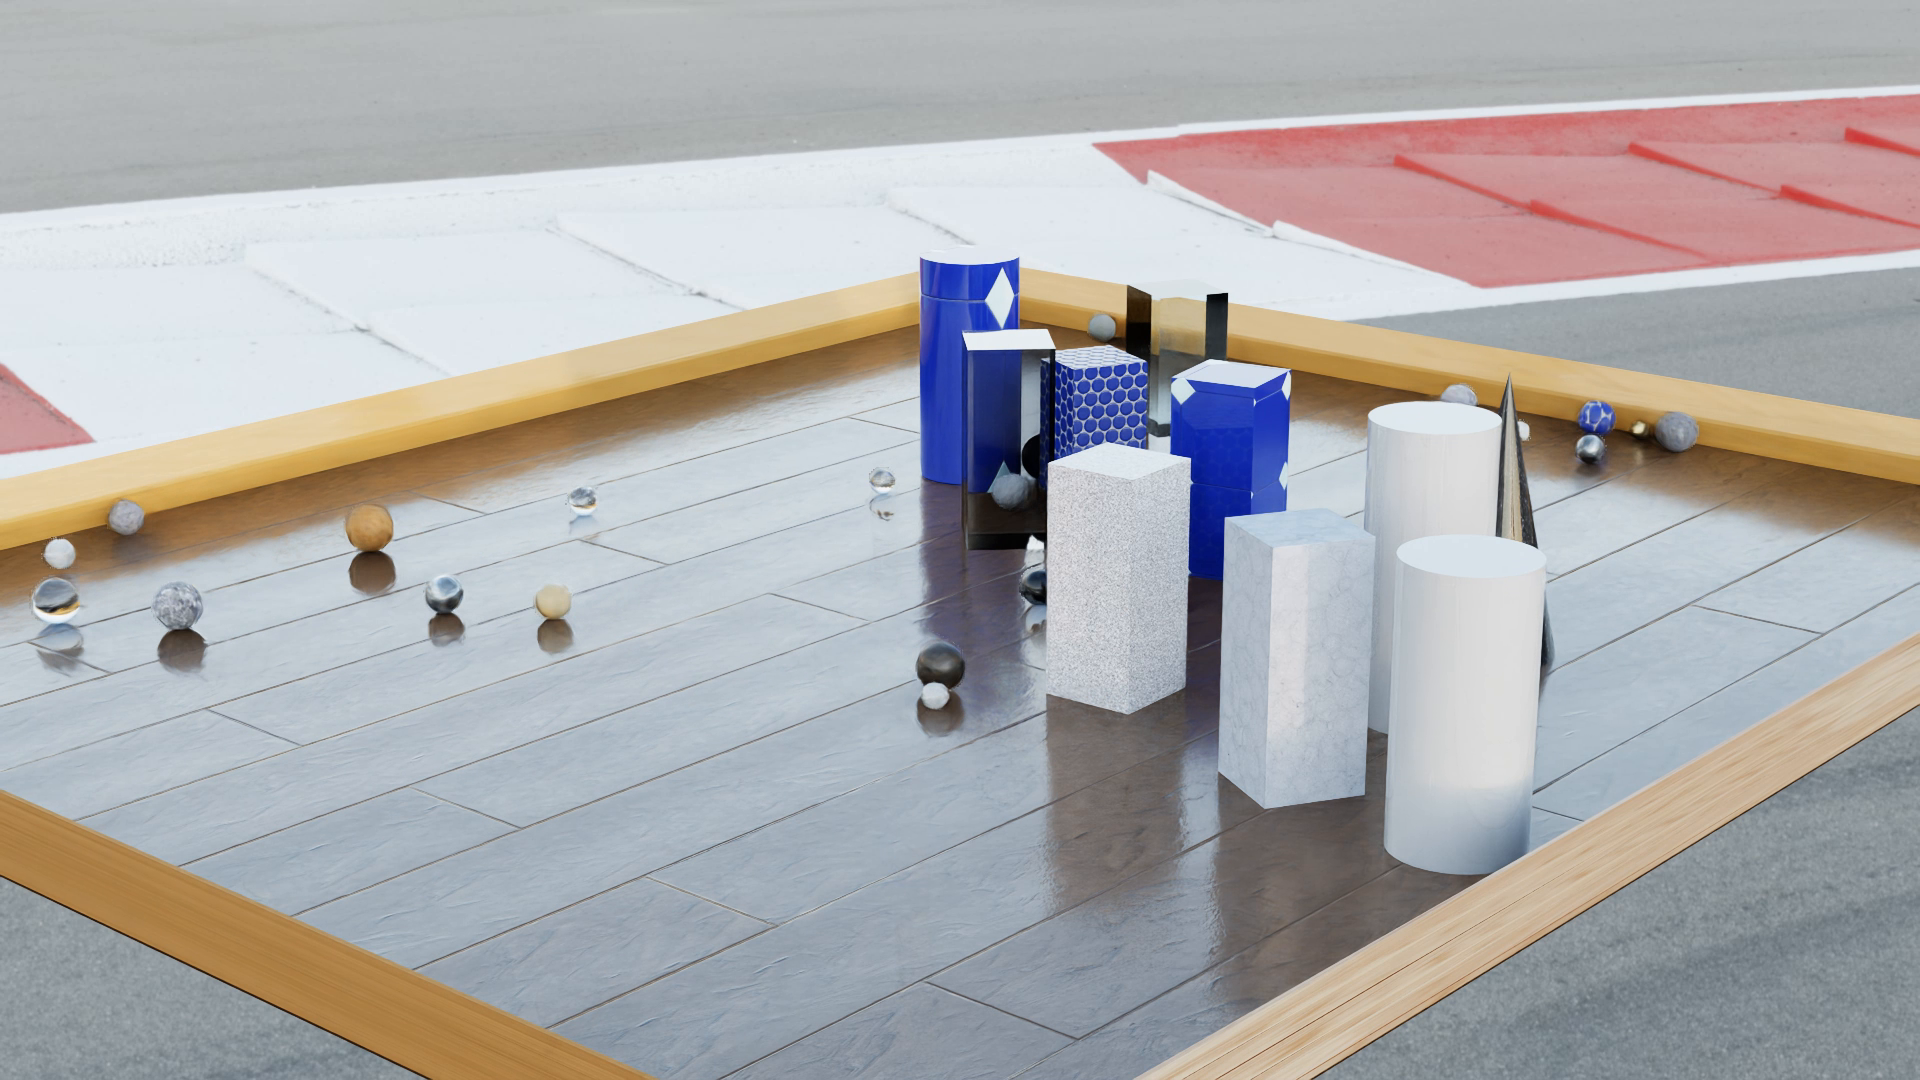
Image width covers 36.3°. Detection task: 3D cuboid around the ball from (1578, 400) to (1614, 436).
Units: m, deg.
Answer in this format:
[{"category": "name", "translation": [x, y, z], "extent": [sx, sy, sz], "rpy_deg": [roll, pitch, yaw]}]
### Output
[{"category": "ball", "translation": [1.340, -0.256, 6.174], "extent": [0.076, 0.076, 0.076], "rpy_deg": [0, 17, 0]}]

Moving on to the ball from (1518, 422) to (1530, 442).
[{"category": "ball", "translation": [1.170, -0.226, 6.129], "extent": [0.043, 0.043, 0.043], "rpy_deg": [0, 17, 0]}]

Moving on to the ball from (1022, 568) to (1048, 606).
[{"category": "ball", "translation": [0.139, 0.082, 5.070], "extent": [0.065, 0.065, 0.065], "rpy_deg": [0, 17, 0]}]

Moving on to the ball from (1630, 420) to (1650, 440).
[{"category": "ball", "translation": [1.426, -0.231, 6.151], "extent": [0.041, 0.041, 0.041], "rpy_deg": [0, 17, 0]}]

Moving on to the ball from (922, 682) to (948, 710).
[{"category": "ball", "translation": [-0.039, 0.243, 4.573], "extent": [0.043, 0.043, 0.043], "rpy_deg": [0, 17, 0]}]

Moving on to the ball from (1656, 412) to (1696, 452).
[{"category": "ball", "translation": [1.478, -0.224, 6.054], "extent": [0.084, 0.084, 0.084], "rpy_deg": [0, 17, 0]}]

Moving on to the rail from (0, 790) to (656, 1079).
[{"category": "rail", "translation": [-1.155, 0.416, 3.846], "extent": [3.016, 0.129, 0.045], "rpy_deg": [14, 22, 39]}]

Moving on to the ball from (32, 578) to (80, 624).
[{"category": "ball", "translation": [-1.533, 0.104, 4.973], "extent": [0.079, 0.079, 0.079], "rpy_deg": [0, 17, 0]}]

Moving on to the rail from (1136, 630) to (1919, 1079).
[{"category": "rail", "translation": [1.121, 0.313, 4.188], "extent": [0.045, 0.129, 3.571], "rpy_deg": [14, 22, 39]}]

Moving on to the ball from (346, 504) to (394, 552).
[{"category": "ball", "translation": [-1.082, -0.021, 5.374], "extent": [0.087, 0.087, 0.087], "rpy_deg": [0, 17, 0]}]

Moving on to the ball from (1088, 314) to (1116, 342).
[{"category": "ball", "translation": [0.341, -0.508, 7.025], "extent": [0.067, 0.067, 0.067], "rpy_deg": [0, 17, 0]}]

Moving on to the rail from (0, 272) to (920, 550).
[{"category": "rail", "translation": [-1.121, -0.248, 6.052], "extent": [0.045, 0.129, 3.571], "rpy_deg": [14, 22, 39]}]

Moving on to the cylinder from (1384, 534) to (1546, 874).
[{"category": "cylinder", "translation": [0.685, 0.222, 3.990], "extent": [0.199, 0.420, 0.199], "rpy_deg": [0, 17, 0]}]

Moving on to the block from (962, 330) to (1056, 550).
[{"category": "block", "translation": [0.088, -0.186, 5.418], "extent": [0.159, 0.377, 0.159], "rpy_deg": [-1, 17, -4]}]

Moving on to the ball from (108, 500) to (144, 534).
[{"category": "ball", "translation": [-1.559, -0.042, 5.482], "extent": [0.066, 0.066, 0.066], "rpy_deg": [0, 17, 0]}]

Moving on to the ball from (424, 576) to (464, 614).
[{"category": "ball", "translation": [-0.886, 0.093, 5.032], "extent": [0.065, 0.065, 0.065], "rpy_deg": [0, 17, 0]}]

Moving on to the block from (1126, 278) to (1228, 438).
[{"category": "block", "translation": [0.458, -0.388, 6.225], "extent": [0.159, 0.299, 0.159], "rpy_deg": [-7, 18, -22]}]

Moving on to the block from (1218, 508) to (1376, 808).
[{"category": "block", "translation": [0.482, 0.168, 4.223], "extent": [0.159, 0.389, 0.159], "rpy_deg": [-6, 18, -19]}]

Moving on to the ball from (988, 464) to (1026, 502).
[{"category": "ball", "translation": [0.092, -0.110, 5.695], "extent": [0.072, 0.072, 0.072], "rpy_deg": [0, 17, 0]}]

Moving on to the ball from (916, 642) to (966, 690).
[{"category": "ball", "translation": [-0.031, 0.200, 4.655], "extent": [0.078, 0.078, 0.078], "rpy_deg": [0, 17, 0]}]

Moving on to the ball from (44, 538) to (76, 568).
[{"category": "ball", "translation": [-1.621, 0.025, 5.278], "extent": [0.054, 0.054, 0.054], "rpy_deg": [0, 17, 0]}]

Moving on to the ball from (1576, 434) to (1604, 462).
[{"category": "ball", "translation": [1.283, -0.186, 5.972], "extent": [0.057, 0.057, 0.057], "rpy_deg": [0, 17, 0]}]

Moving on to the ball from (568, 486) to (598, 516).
[{"category": "ball", "translation": [-0.720, -0.075, 5.603], "extent": [0.058, 0.058, 0.058], "rpy_deg": [0, 17, 0]}]

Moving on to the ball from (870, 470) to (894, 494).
[{"category": "ball", "translation": [-0.152, -0.114, 5.751], "extent": [0.048, 0.048, 0.048], "rpy_deg": [0, 17, 0]}]

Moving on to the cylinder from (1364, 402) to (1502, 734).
[{"category": "cylinder", "translation": [0.714, 0.045, 4.477], "extent": [0.199, 0.478, 0.199], "rpy_deg": [0, 17, 0]}]

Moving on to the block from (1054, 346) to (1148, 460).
[{"category": "block", "translation": [0.259, -0.233, 5.775], "extent": [0.159, 0.261, 0.159], "rpy_deg": [-8, 18, -24]}]

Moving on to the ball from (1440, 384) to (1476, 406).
[{"category": "ball", "translation": [1.069, -0.294, 6.292], "extent": [0.080, 0.080, 0.080], "rpy_deg": [0, 17, 0]}]

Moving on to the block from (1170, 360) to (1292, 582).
[{"category": "block", "translation": [0.481, -0.123, 5.240], "extent": [0.159, 0.359, 0.159], "rpy_deg": [9, 19, 28]}]

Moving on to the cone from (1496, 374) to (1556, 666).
[{"category": "cone", "translation": [0.883, -0.044, 4.778], "extent": [0.199, 0.474, 0.199], "rpy_deg": [0, 17, 0]}]

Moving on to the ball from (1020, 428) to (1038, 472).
[{"category": "ball", "translation": [0.167, -0.181, 5.892], "extent": [0.095, 0.095, 0.095], "rpy_deg": [0, 17, 0]}]

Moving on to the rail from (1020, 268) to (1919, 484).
[{"category": "rail", "translation": [1.155, -0.351, 6.394], "extent": [3.016, 0.129, 0.045], "rpy_deg": [14, 22, 39]}]

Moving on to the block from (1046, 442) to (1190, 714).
[{"category": "block", "translation": [0.248, 0.058, 4.607], "extent": [0.159, 0.378, 0.159], "rpy_deg": [13, 21, 36]}]

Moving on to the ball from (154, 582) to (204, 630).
[{"category": "ball", "translation": [-1.318, 0.111, 4.946], "extent": [0.081, 0.081, 0.081], "rpy_deg": [0, 17, 0]}]

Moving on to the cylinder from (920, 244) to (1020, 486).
[{"category": "cylinder", "translation": [0.019, -0.349, 5.842], "extent": [0.199, 0.446, 0.199], "rpy_deg": [0, 17, 0]}]

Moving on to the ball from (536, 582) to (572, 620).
[{"category": "ball", "translation": [-0.693, 0.104, 5.000], "extent": [0.063, 0.063, 0.063], "rpy_deg": [0, 17, 0]}]
